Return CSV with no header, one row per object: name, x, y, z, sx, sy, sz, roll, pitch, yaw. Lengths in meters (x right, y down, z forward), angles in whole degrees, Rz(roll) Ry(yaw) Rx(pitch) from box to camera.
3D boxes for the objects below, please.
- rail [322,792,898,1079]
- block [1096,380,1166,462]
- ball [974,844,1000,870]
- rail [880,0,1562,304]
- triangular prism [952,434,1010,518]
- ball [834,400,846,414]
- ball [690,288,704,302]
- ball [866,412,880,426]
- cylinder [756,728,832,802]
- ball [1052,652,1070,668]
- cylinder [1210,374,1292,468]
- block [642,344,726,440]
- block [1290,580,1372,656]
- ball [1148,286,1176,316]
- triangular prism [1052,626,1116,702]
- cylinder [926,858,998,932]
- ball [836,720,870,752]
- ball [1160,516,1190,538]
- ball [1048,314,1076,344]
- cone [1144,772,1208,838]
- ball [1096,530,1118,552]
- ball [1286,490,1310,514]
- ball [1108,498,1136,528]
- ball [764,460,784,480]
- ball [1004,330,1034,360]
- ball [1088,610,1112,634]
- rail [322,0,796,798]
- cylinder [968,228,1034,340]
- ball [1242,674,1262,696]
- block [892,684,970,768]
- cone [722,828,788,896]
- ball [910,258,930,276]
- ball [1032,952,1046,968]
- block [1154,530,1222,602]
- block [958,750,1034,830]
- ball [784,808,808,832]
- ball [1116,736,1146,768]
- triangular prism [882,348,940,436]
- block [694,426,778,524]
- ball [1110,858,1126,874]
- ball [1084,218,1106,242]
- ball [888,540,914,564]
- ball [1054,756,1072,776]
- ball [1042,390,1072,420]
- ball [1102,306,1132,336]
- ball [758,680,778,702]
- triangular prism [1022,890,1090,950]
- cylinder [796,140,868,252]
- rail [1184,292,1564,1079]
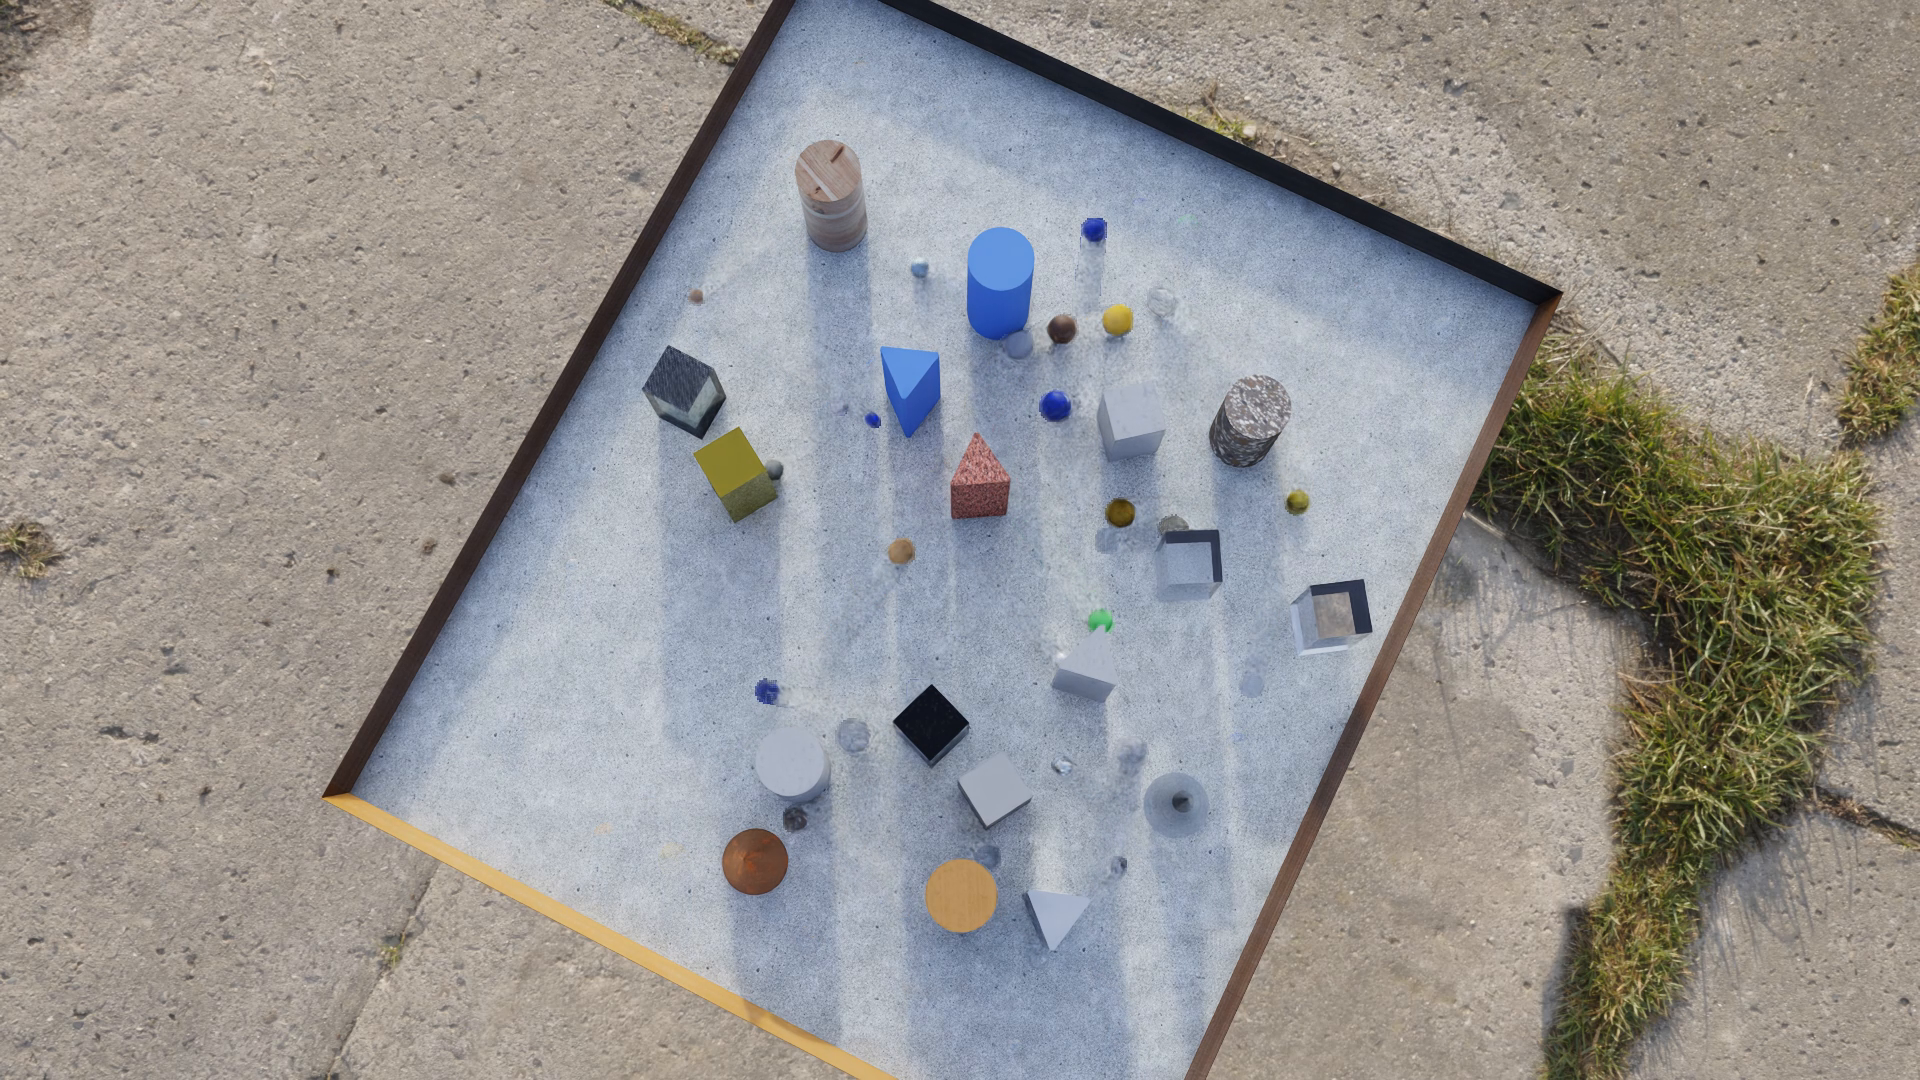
rail,-0.671,1.322,5.277,2.637,0.127,0.045,26,80,5
block,0.517,-0.358,5.555,0.156,0.265,0.156,-12,79,-3
ball,0.079,0.933,5.385,0.074,0.074,0.074,0,78,0
rail,0.671,-1.308,5.822,2.637,0.127,0.045,26,80,5
triangular prism,0.053,-0.190,5.429,0.169,0.444,0.146,-5,78,-1
ball,-0.372,-0.412,5.681,0.040,0.040,0.040,0,78,0
ball,-0.826,-0.767,5.753,0.044,0.044,0.044,0,78,0
ball,-0.272,-0.374,5.672,0.044,0.044,0.044,0,78,0
cylinder,-0.481,0.657,5.330,0.195,0.295,0.195,0,78,0
ball,0.307,0.362,5.511,0.055,0.055,0.055,0,78,0
cylinder,0.869,-0.354,5.513,0.195,0.347,0.195,0,78,0
block,-0.832,-0.444,5.553,0.156,0.305,0.156,28,80,5
block,1.088,0.231,5.395,0.156,0.339,0.156,-7,78,-1
ball,0.630,-0.747,5.725,0.091,0.091,0.091,0,78,0
triangular prism,0.376,0.351,5.320,0.169,0.438,0.146,16,79,3
cylinder,0.003,1.005,5.164,0.195,0.478,0.195,0,78,0
ball,-0.317,0.584,5.446,0.097,0.097,0.097,0,78,0
ball,0.652,-0.028,5.576,0.091,0.091,0.091,0,78,0
ball,0.318,-0.656,5.706,0.091,0.091,0.091,0,78,0
cone,0.643,0.760,5.310,0.195,0.293,0.195,0,78,0
ball,0.448,0.002,5.582,0.067,0.067,0.067,0,78,0
ball,1.035,-0.117,5.605,0.071,0.071,0.071,0,78,0
ball,0.492,-0.082,5.589,0.087,0.087,0.087,0,78,0
ball,-0.573,-0.215,5.629,0.062,0.062,0.062,0,78,0
ball,0.182,-0.606,5.696,0.090,0.090,0.090,0,78,0
ball,0.424,0.247,5.528,0.073,0.073,0.073,0,78,0
rail,-1.158,-0.560,5.667,0.045,0.127,3.050,26,80,5
cylinder,0.119,-0.769,5.540,0.195,0.462,0.195,0,78,0
ball,0.875,0.434,5.495,0.062,0.062,0.062,0,78,0
block,-0.083,0.547,5.359,0.156,0.283,0.156,-43,82,-8
cone,-0.606,0.921,5.272,0.195,0.303,0.195,0,78,0
ball,-0.126,-0.858,5.763,0.060,0.060,0.060,0,78,0
ball,0.230,1.223,5.340,0.045,0.045,0.045,0,78,0
block,0.678,0.078,5.450,0.156,0.294,0.156,-3,78,-1
block,0.100,0.729,5.319,0.156,0.288,0.156,-32,80,-6
ball,-0.484,0.824,5.410,0.070,0.070,0.070,0,78,0
ball,0.508,0.630,5.440,0.091,0.091,0.091,0,78,0
triangular prism,-0.170,-0.469,5.492,0.146,0.435,0.169,36,81,7
block,-0.668,-0.191,5.478,0.156,0.349,0.156,-31,80,-6
ball,0.465,0.958,5.394,0.047,0.047,0.047,0,78,0
ball,0.424,-0.978,5.782,0.072,0.072,0.072,0,78,0
ball,-0.181,0.036,5.570,0.077,0.077,0.077,0,78,0
ball,0.307,0.672,5.449,0.056,0.056,0.056,0,78,0
ball,0.297,-0.416,5.656,0.092,0.092,0.092,0,78,0
ball,0.488,-0.684,5.711,0.093,0.093,0.093,0,78,0
ball,-0.576,0.452,5.491,0.062,0.062,0.062,0,78,0
triangular prism,0.241,1.036,5.155,0.146,0.483,0.169,38,81,7
cylinder,-0.390,-1.048,5.618,0.195,0.421,0.195,0,78,0
rail,1.158,0.574,5.432,0.045,0.127,3.050,26,80,5
